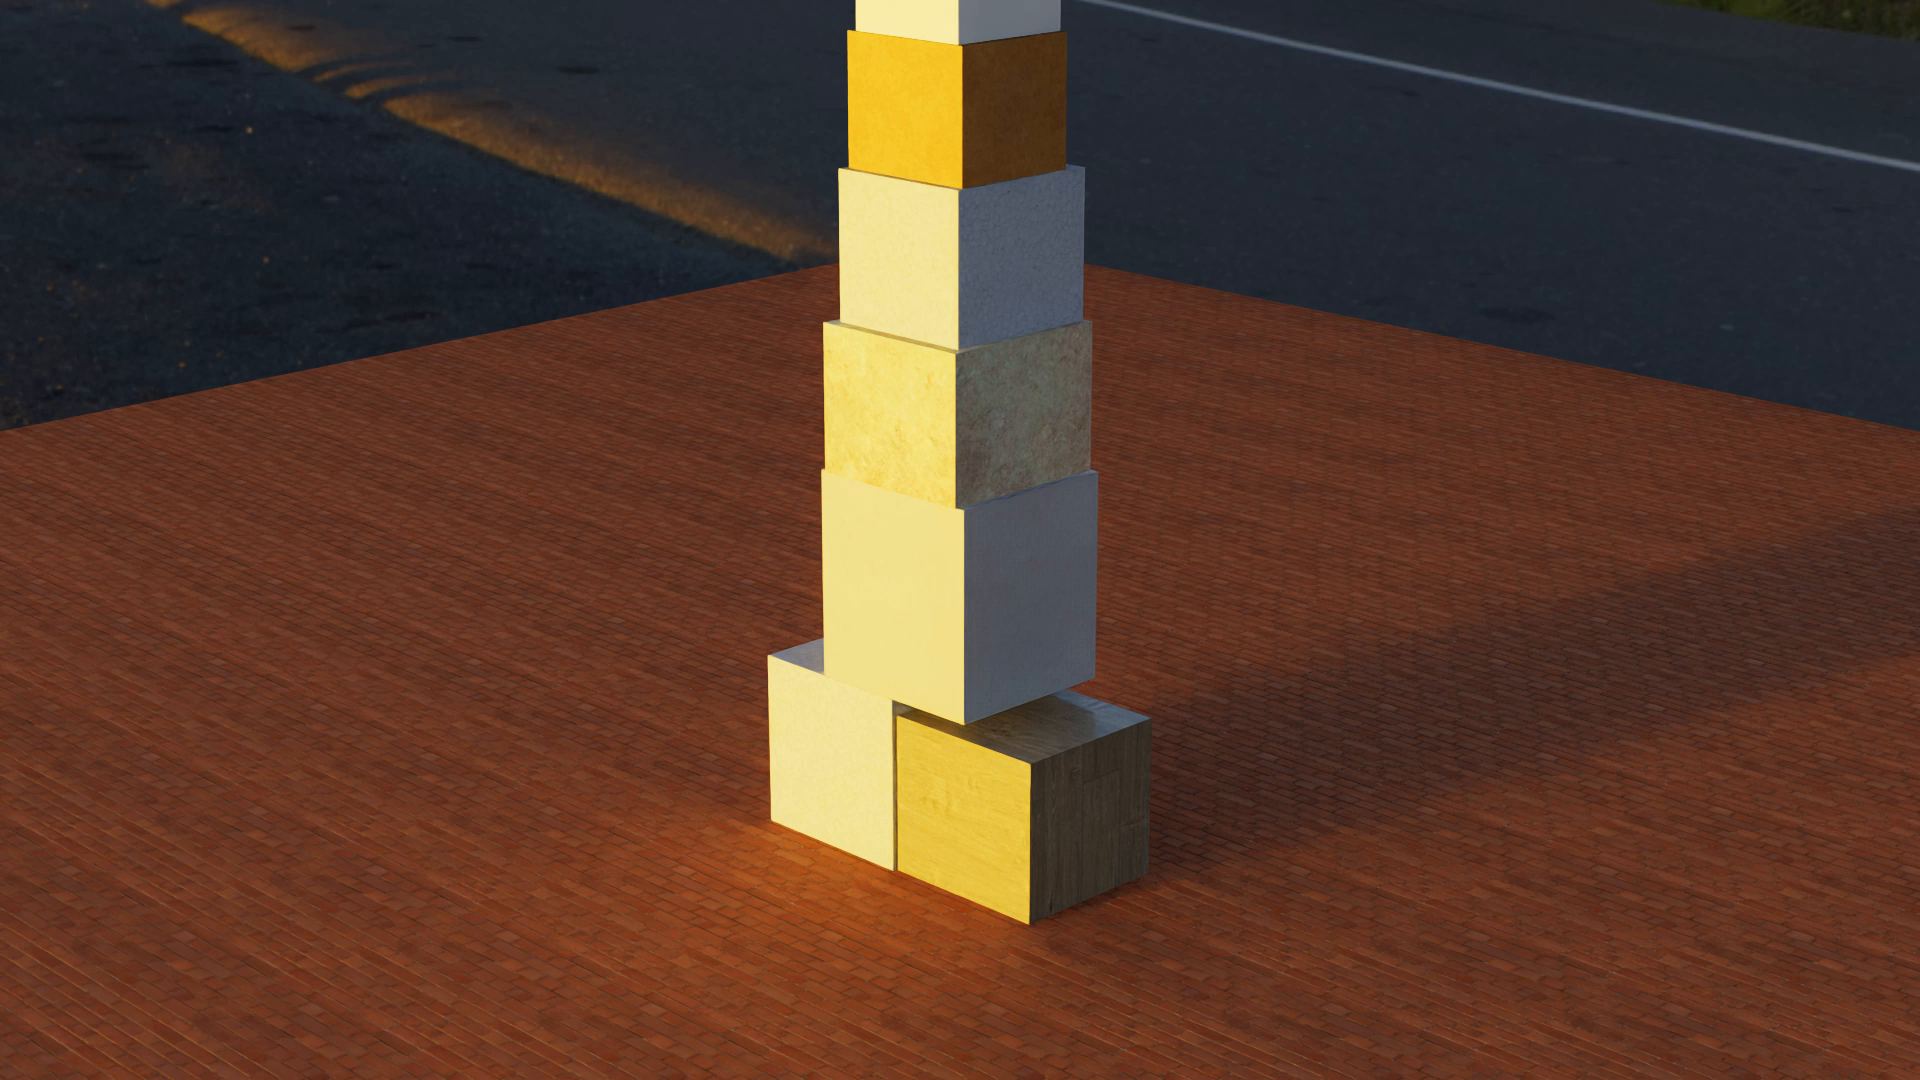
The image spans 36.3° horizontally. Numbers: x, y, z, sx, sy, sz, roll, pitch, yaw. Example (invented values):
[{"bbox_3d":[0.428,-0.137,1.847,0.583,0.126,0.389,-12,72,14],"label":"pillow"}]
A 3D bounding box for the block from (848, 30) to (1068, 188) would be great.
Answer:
[{"bbox_3d":[-0.012,-1.909,12.729,0.639,0.598,0.701,-17,24,-42],"label":"block"}]

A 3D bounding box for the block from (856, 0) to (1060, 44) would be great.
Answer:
[{"bbox_3d":[-0.008,-2.479,12.554,0.623,0.593,0.622,-17,24,-42],"label":"block"}]

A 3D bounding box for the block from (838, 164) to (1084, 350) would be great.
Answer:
[{"bbox_3d":[0.008,-1.302,12.941,0.786,0.687,0.739,-17,24,-42],"label":"block"}]

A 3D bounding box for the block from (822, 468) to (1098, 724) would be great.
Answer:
[{"bbox_3d":[-0.001,0.158,13.390,0.858,0.989,0.911,-17,24,-42],"label":"block"}]

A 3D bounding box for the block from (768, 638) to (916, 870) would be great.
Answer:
[{"bbox_3d":[-0.291,0.938,13.959,0.893,0.840,0.845,-17,24,-42],"label":"block"}]

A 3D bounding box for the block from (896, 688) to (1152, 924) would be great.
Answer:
[{"bbox_3d":[0.290,1.162,13.378,0.793,0.761,0.836,-17,24,-42],"label":"block"}]

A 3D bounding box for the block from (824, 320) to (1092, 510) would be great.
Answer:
[{"bbox_3d":[-0.009,-0.640,13.131,0.863,0.689,0.829,-17,24,-42],"label":"block"}]
